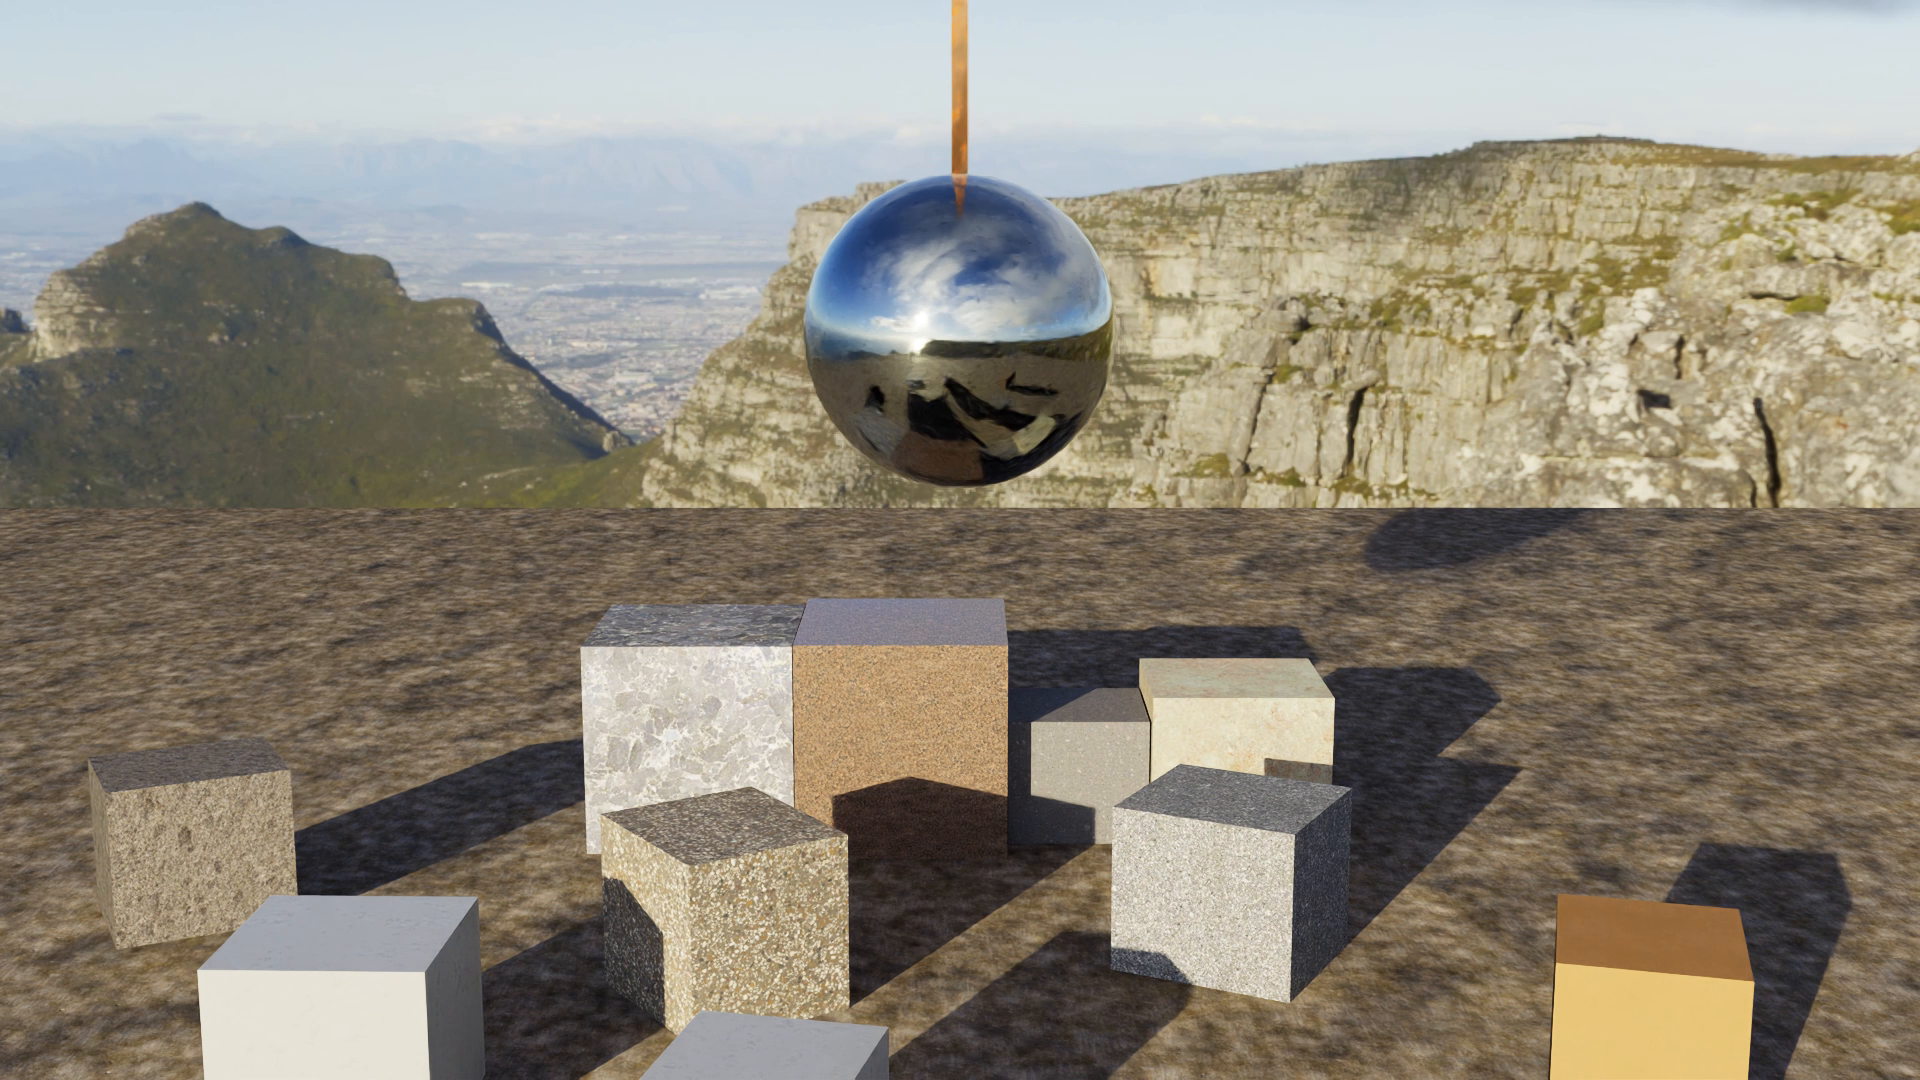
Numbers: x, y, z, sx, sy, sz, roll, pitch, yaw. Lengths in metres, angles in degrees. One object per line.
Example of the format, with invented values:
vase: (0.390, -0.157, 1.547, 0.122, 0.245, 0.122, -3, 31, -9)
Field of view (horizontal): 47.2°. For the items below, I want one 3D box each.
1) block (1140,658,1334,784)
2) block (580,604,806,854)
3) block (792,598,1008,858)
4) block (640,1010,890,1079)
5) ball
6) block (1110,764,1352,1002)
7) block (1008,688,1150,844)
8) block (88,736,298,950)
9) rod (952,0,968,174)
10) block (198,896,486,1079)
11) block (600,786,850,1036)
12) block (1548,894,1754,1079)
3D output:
block: (1.409, 1.091, 11.397, 0.899, 0.776, 0.850, 0, 10, 0)
block: (-1.342, 0.955, 11.358, 1.034, 1.058, 0.998, 0, 10, 0)
block: (-0.289, 0.945, 11.341, 1.047, 1.082, 1.113, 0, 10, 0)
block: (-0.634, 1.965, 6.943, 0.647, 0.650, 0.770, 2, 11, 13)
ball: (0.000, -1.063, 11.216, 1.600, 1.600, 1.600, 0, 10, 0)
block: (1.178, 1.461, 9.511, 0.807, 0.723, 0.747, 5, 12, 27)
block: (0.596, 1.161, 11.405, 0.708, 0.634, 0.698, 0, 10, 0)
block: (-3.510, 1.366, 10.061, 0.784, 0.713, 0.640, -5, 12, -27)
rod: (0.000, -4.383, 10.482, 0.080, 5.200, 0.080, 0, 12, 0)
block: (-2.208, 1.753, 7.950, 0.782, 0.706, 0.760, 0, 10, 1)
block: (-0.976, 1.529, 9.084, 0.714, 0.741, 0.812, -7, 12, -33)
block: (2.435, 1.758, 7.820, 0.638, 0.742, 0.730, 3, 11, 15)
